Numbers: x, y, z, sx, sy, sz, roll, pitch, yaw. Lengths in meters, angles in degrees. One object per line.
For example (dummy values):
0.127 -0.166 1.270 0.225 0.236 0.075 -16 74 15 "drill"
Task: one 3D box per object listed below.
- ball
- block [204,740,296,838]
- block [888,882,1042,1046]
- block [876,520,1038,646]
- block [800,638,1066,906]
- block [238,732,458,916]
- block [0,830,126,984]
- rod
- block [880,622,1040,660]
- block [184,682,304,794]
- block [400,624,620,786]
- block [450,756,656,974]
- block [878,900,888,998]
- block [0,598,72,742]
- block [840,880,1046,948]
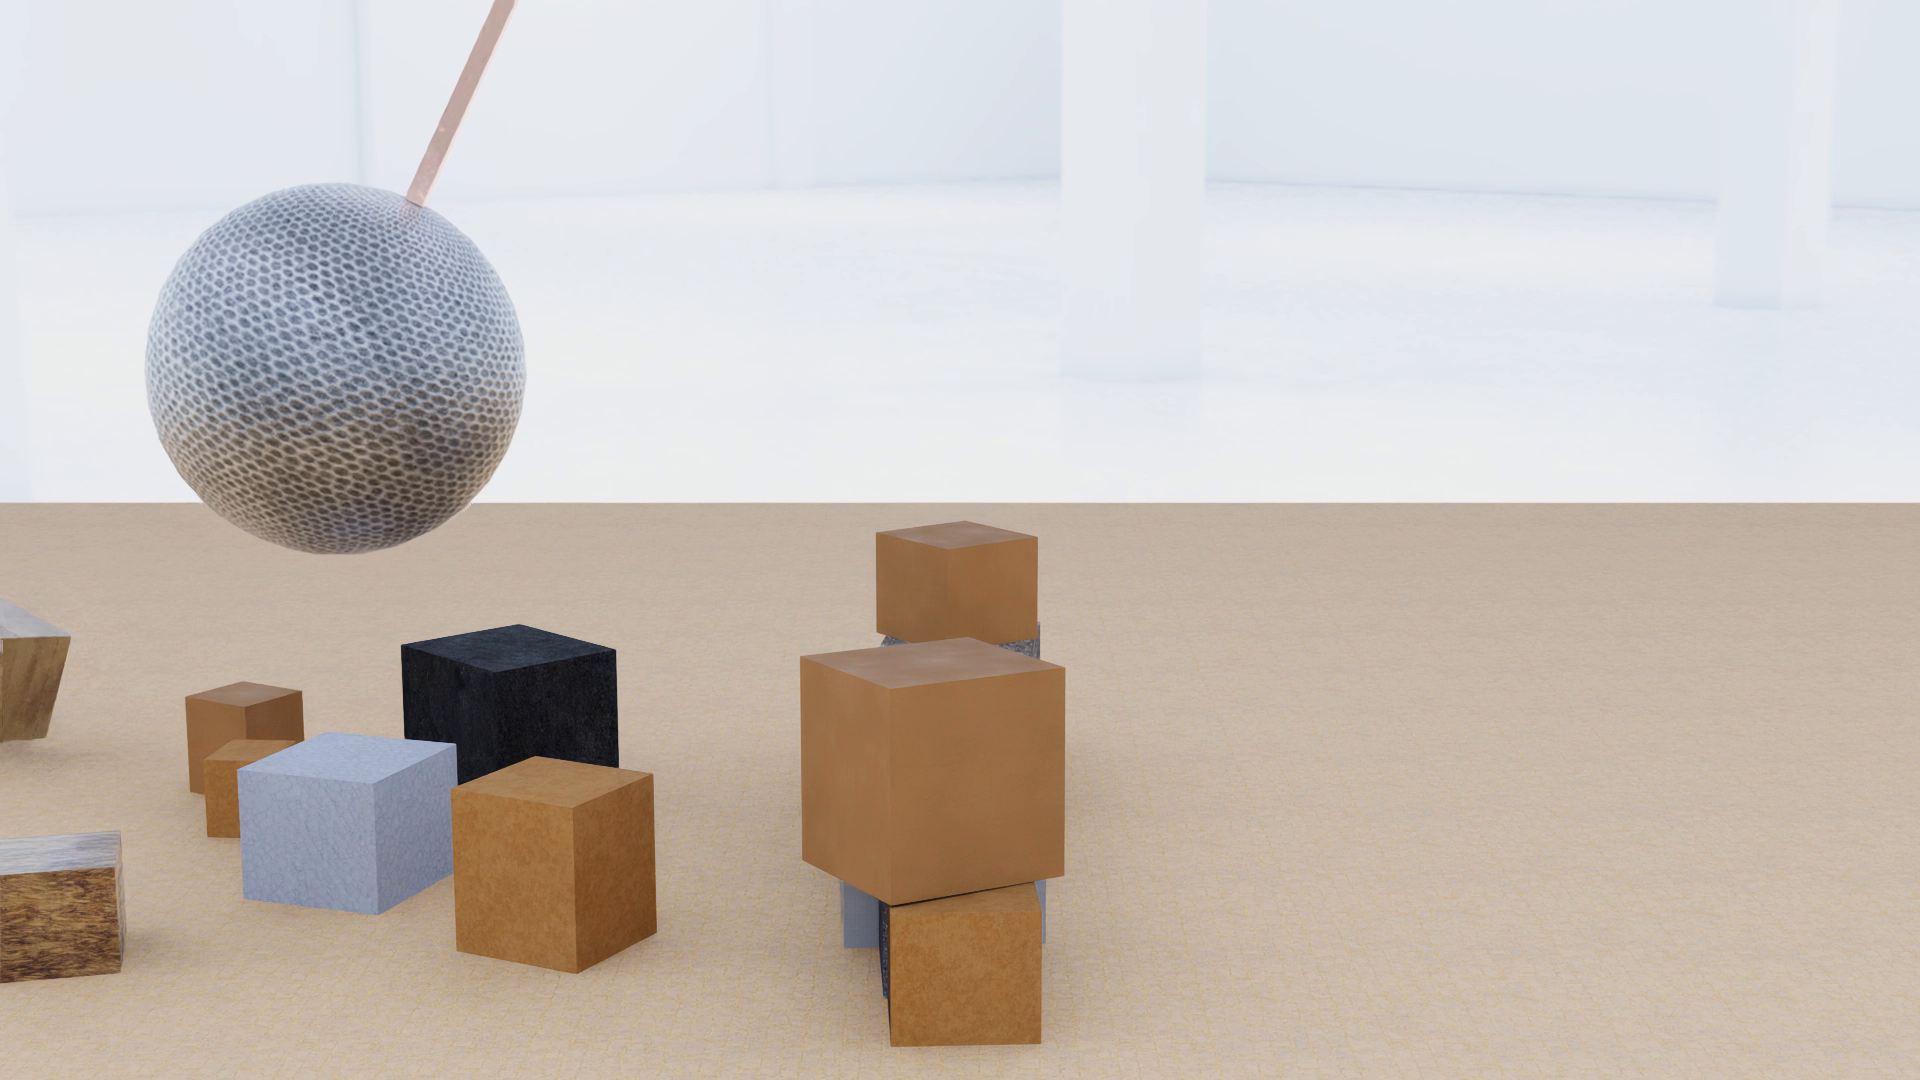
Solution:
-2.677 -0.733 11.047 1.600 1.600 1.600 0 10 0 "ball"
-3.334 1.170 12.087 0.309 0.373 0.376 1 10 5 "block"
0.010 1.558 9.584 0.551 0.505 0.489 -1 10 -3 "block"
-0.018 0.228 12.992 0.570 0.520 0.601 -8 13 -37 "block"
-0.109 0.859 9.775 0.752 0.806 0.709 -5 10 -30 "block"
-2.660 1.226 11.215 0.666 0.576 0.683 4 11 19 "block"
-3.634 1.465 10.283 0.515 0.438 0.511 -3 11 -15 "block"
-1.160 -3.727 10.503 0.080 5.200 0.080 26 9 -5 "rod"
0.001 0.830 13.068 0.756 0.691 0.811 1 10 6 "block"
-3.538 0.998 12.719 0.409 0.485 0.382 6 12 30 "block"
-2.179 0.900 12.436 0.688 0.780 0.811 -10 14 -43 "block"
-1.648 1.311 10.451 0.594 0.681 0.563 5 12 27 "block"
-0.028 1.467 10.128 0.569 0.489 0.586 -1 10 -3 "block"
-5.095 0.672 13.356 0.588 0.579 0.529 22 11 28 "block"
-0.089 1.230 10.798 0.824 0.716 0.818 -1 10 -4 "block"
